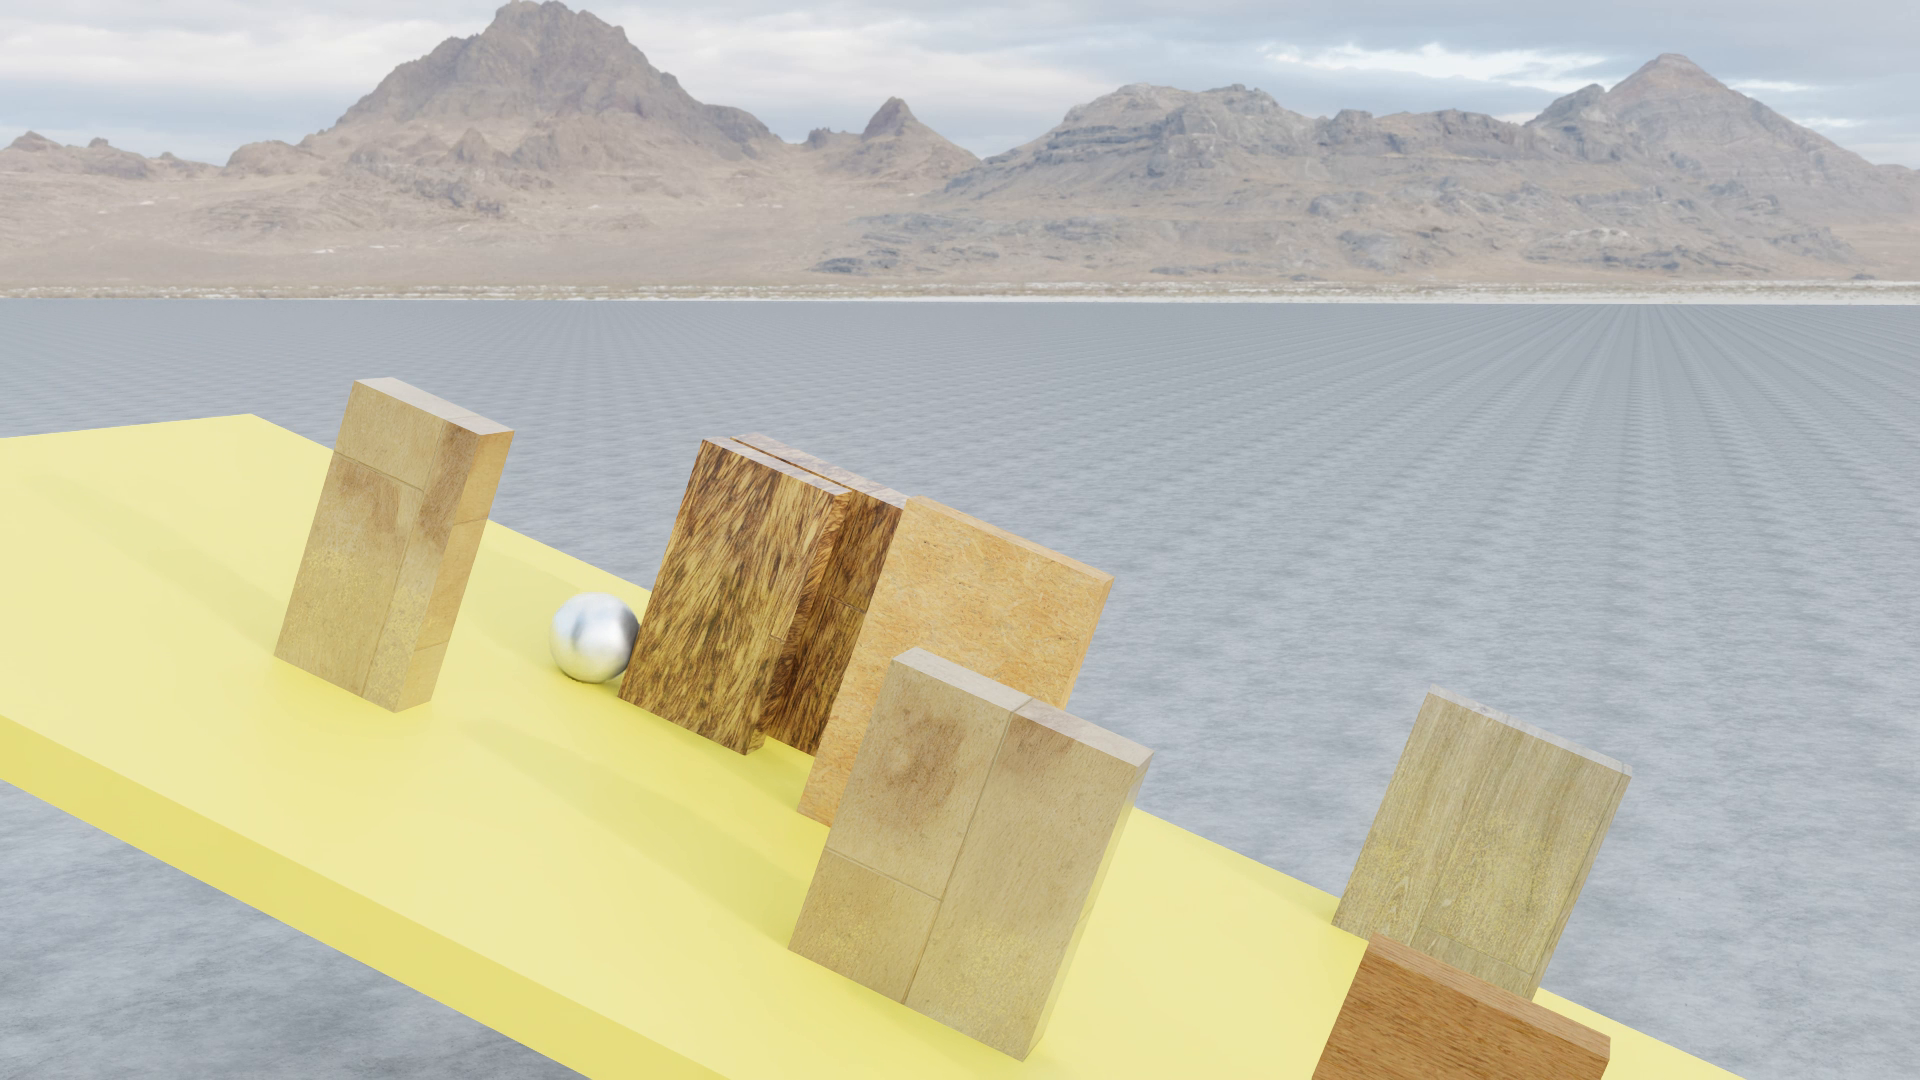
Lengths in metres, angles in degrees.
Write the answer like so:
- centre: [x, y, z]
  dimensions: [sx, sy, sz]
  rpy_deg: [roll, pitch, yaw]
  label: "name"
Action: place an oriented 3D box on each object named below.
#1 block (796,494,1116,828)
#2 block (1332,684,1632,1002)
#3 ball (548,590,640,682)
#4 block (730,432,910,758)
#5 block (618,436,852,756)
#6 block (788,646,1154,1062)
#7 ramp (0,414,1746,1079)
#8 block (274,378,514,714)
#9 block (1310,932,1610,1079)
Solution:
- centre: [-0.014, 0.298, 4.195]
  dimensions: [0.409, 0.660, 0.080]
  rpy_deg: [23, 13, 13]
  label: "block"
- centre: [1.103, 0.651, 4.671]
  dimensions: [0.443, 0.554, 0.104]
  rpy_deg: [23, 13, 13]
  label: "block"
- centre: [-0.758, 0.200, 4.559]
  dimensions: [0.190, 0.190, 0.190]
  rpy_deg: [0, 7, 0]
  label: "ball"
- centre: [-0.362, 0.116, 4.663]
  dimensions: [0.422, 0.564, 0.142]
  rpy_deg: [23, 13, 13]
  label: "block"
- centre: [-0.463, 0.113, 4.492]
  dimensions: [0.303, 0.575, 0.095]
  rpy_deg: [23, 13, 13]
  label: "block"
- centre: [0.014, 0.512, 3.616]
  dimensions: [0.435, 0.534, 0.125]
  rpy_deg: [23, 13, 13]
  label: "block"
- centre: [-0.328, 0.595, 4.207]
  dimensions: [4.000, 0.100, 2.000]
  rpy_deg: [23, 13, 13]
  label: "ramp"
- centre: [-1.052, 0.007, 4.081]
  dimensions: [0.271, 0.552, 0.126]
  rpy_deg: [23, 13, 13]
  label: "block"
- centre: [0.664, 0.871, 3.163]
  dimensions: [0.357, 0.500, 0.096]
  rpy_deg: [23, 13, 13]
  label: "block"
